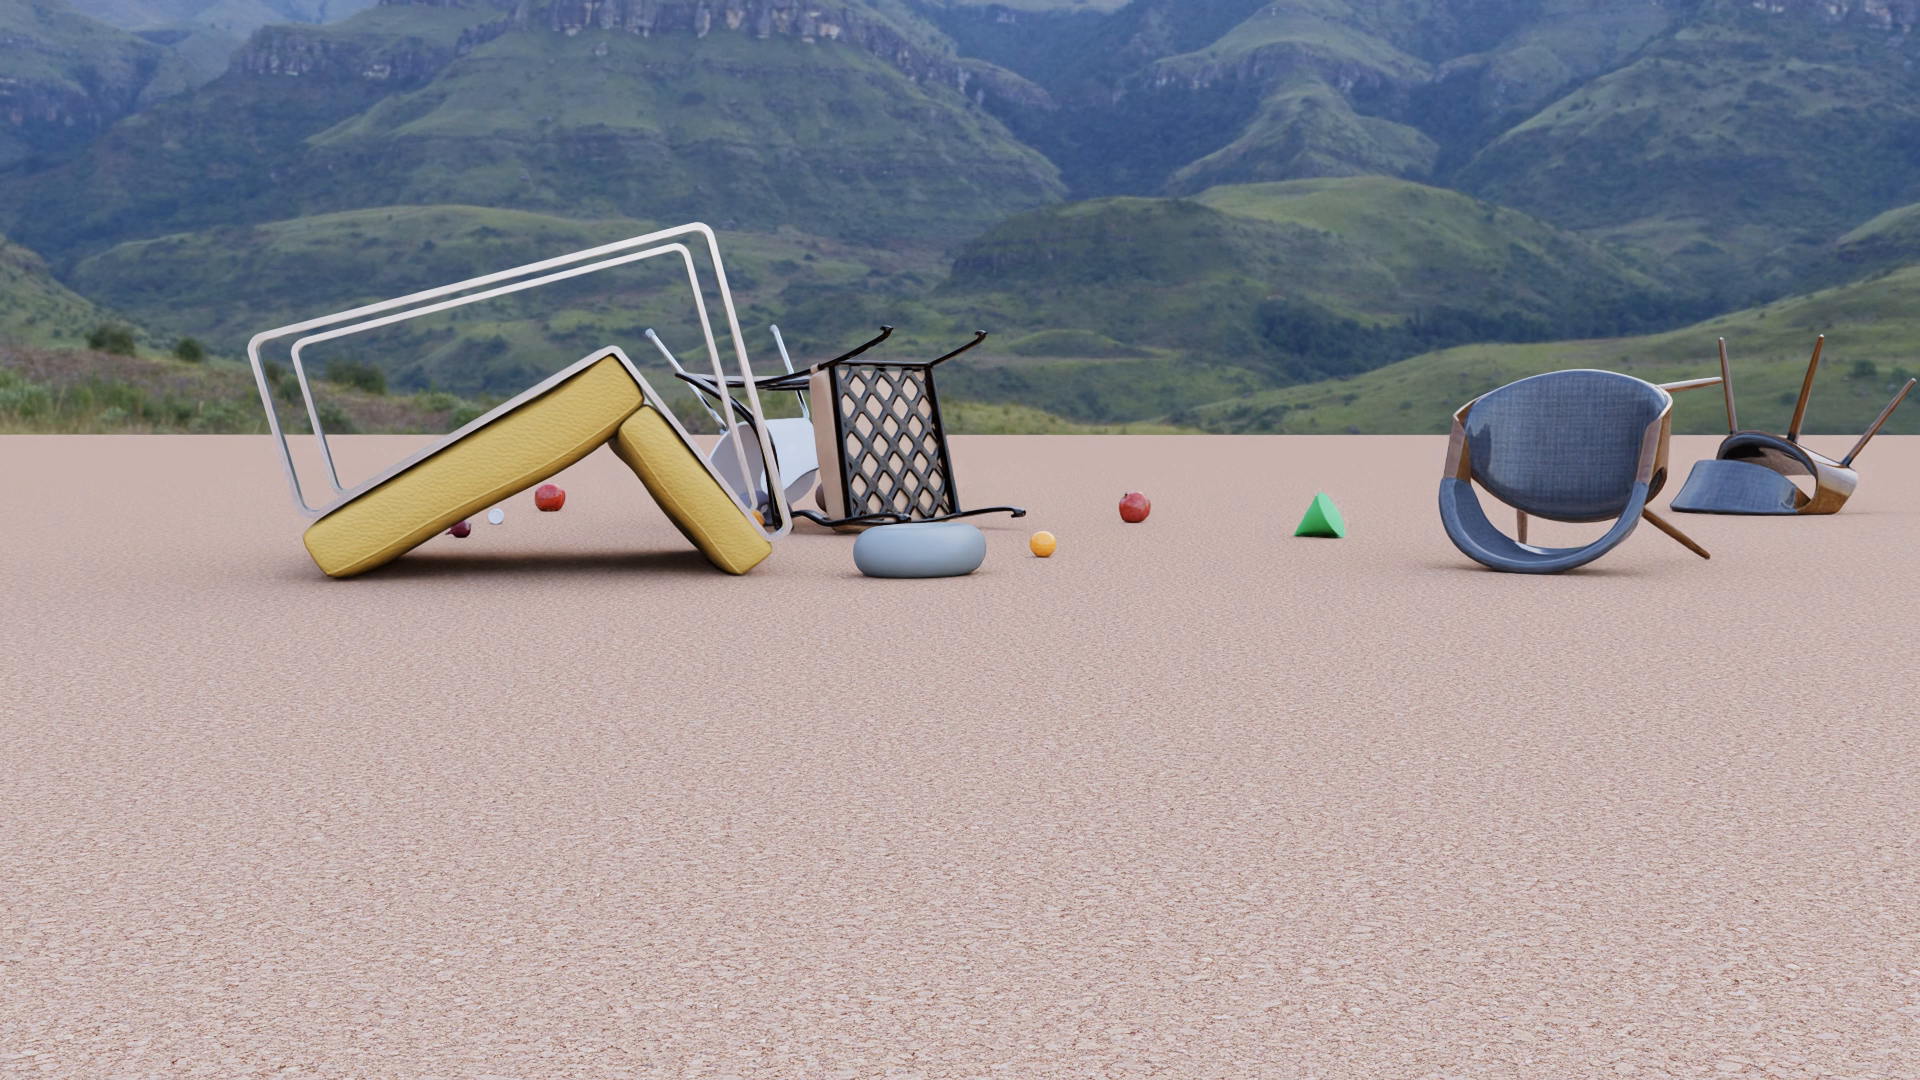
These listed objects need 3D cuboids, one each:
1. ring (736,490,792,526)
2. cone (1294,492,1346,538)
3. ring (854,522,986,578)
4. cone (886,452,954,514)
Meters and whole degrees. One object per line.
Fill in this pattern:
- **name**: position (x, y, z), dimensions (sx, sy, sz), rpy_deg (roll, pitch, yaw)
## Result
- **ring**: position (-0.643, -0.102, 7.223), dimensions (0.095, 0.115, 0.223), rpy_deg (19, 6, 41)
- **cone**: position (1.074, -0.045, 6.698), dimensions (0.136, 0.156, 0.187), rpy_deg (-31, 7, 22)
- **ring**: position (-0.096, 0.025, 5.329), dimensions (0.362, 0.120, 0.275), rpy_deg (-5, 5, -44)
- **cone**: position (-0.133, -0.158, 8.064), dimensions (0.256, 0.234, 0.263), rpy_deg (6, 27, -9)
